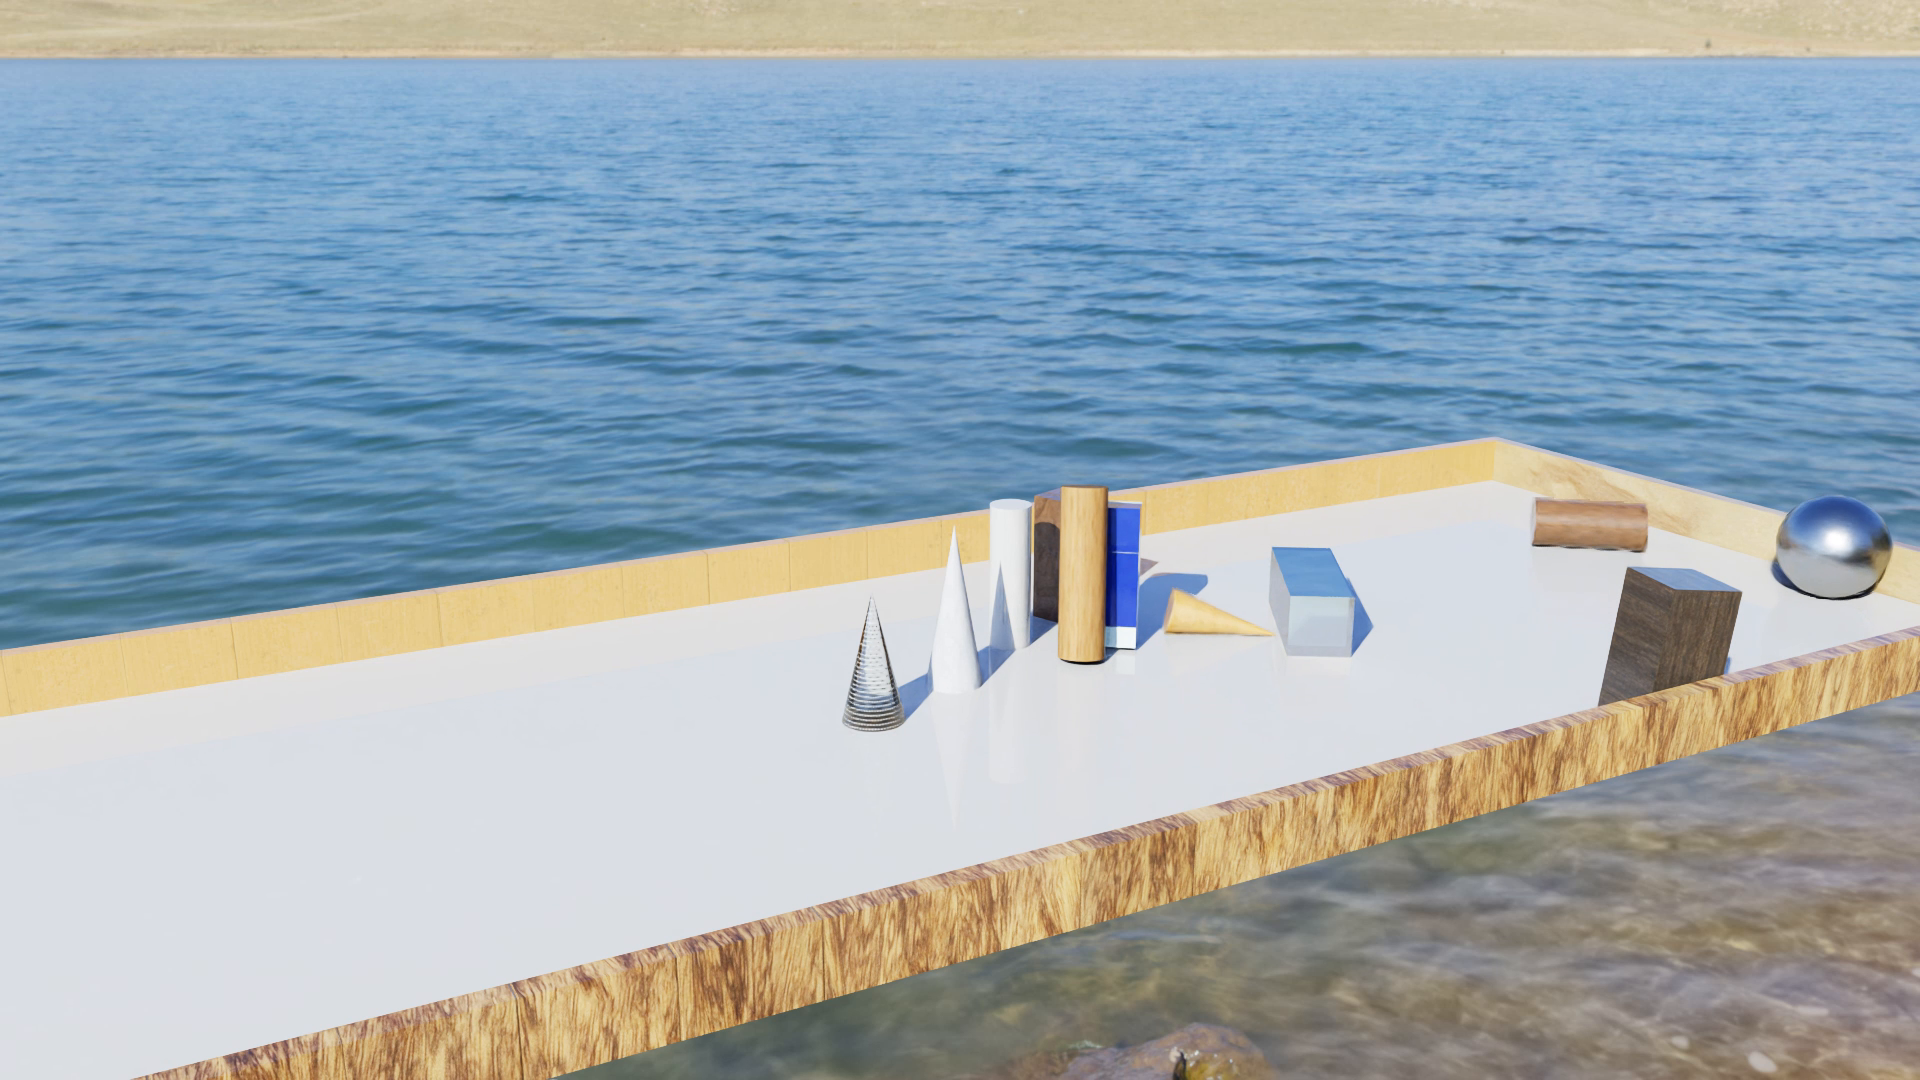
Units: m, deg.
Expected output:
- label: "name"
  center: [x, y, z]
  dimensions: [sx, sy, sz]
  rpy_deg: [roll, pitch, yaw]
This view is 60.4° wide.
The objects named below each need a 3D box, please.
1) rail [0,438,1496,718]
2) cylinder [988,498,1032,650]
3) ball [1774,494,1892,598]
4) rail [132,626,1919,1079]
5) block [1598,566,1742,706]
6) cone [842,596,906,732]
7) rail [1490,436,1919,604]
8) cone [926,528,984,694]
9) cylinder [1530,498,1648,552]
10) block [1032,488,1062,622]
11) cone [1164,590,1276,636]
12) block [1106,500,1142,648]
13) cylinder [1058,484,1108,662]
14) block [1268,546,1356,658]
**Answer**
- label: "rail"
  center: [-3.305, 0.497, 3.399]
  dimensions: [12.000, 0.150, 0.050]
  rpy_deg: [-9, 18, -27]
- label: "cylinder"
  center: [0.133, 0.092, 4.359]
  dimensions: [0.110, 0.385, 0.110]
  rpy_deg: [0, 16, 0]
- label: "ball"
  center: [2.521, 0.018, 4.765]
  dimensions: [0.299, 0.299, 0.299]
  rpy_deg: [0, 16, 0]
- label: "rail"
  center: [-2.336, 1.006, 1.665]
  dimensions: [12.000, 0.150, 0.050]
  rpy_deg: [-9, 18, -27]
- label: "block"
  center: [1.644, 0.257, 3.829]
  dimensions: [0.177, 0.351, 0.177]
  rpy_deg: [2, 15, -14]
- label: "cone"
  center: [-0.204, 0.272, 3.863]
  dimensions: [0.152, 0.320, 0.152]
  rpy_deg: [0, 16, 0]
- label: "rail"
  center: [2.466, -0.048, 5.253]
  dimensions: [0.050, 0.150, 2.100]
  rpy_deg: [-9, 18, -27]
- label: "cone"
  center: [-0.014, 0.160, 4.078]
  dimensions: [0.143, 0.413, 0.143]
  rpy_deg: [0, 16, 0]
- label: "cylinder"
  center: [2.001, -0.049, 5.258]
  dimensions: [0.333, 0.148, 0.148]
  rpy_deg: [4, 17, 12]
- label: "block"
  center: [0.287, 0.044, 4.584]
  dimensions: [0.117, 0.350, 0.117]
  rpy_deg: [14, 22, 40]
- label: "cone"
  center: [0.715, 0.226, 4.475]
  dimensions: [0.302, 0.127, 0.127]
  rpy_deg: [13, 17, 1]
- label: "block"
  center: [0.418, 0.090, 4.372]
  dimensions: [0.112, 0.373, 0.112]
  rpy_deg: [3, 11, 9]
- label: "cylinder"
  center: [0.318, 0.083, 4.257]
  dimensions: [0.123, 0.444, 0.123]
  rpy_deg: [1, 6, 0]
- label: "block"
  center: [0.955, 0.163, 4.506]
  dimensions: [0.165, 0.165, 0.448]
  rpy_deg: [1, 16, 4]
